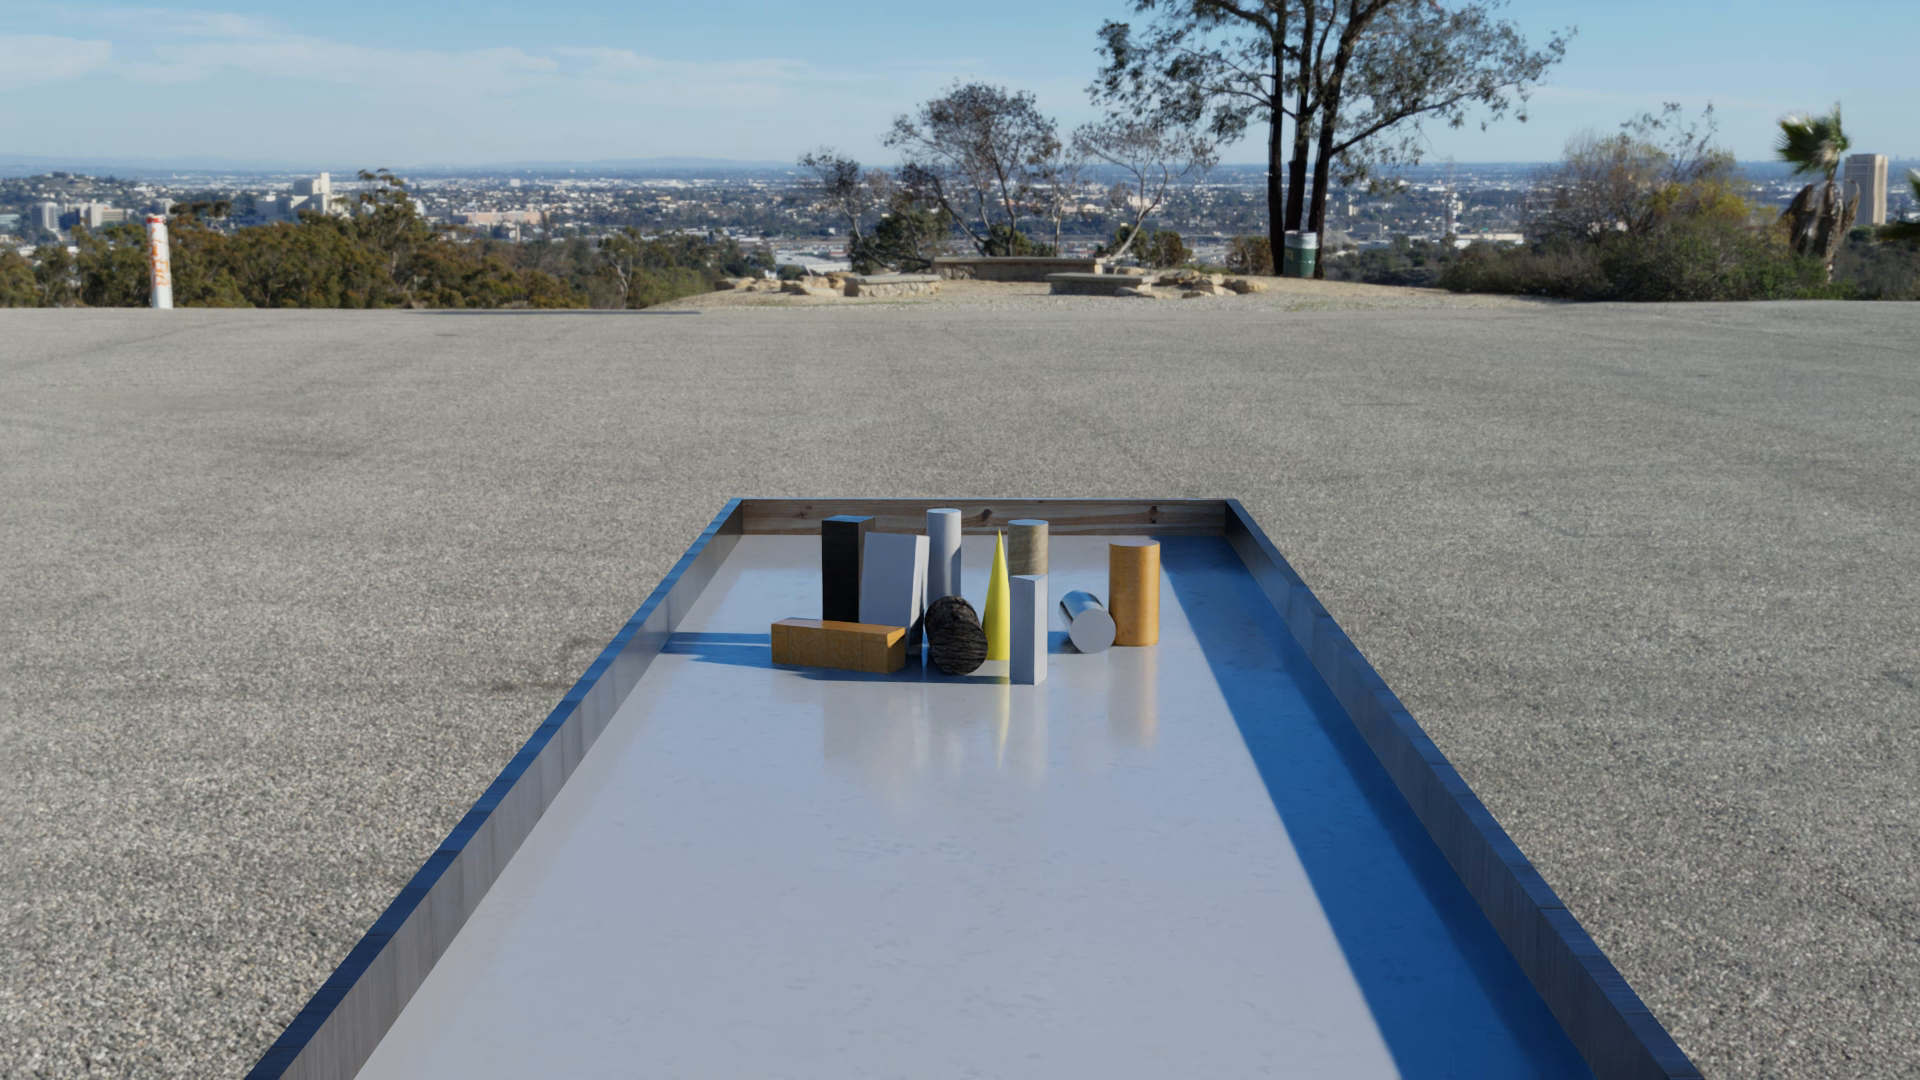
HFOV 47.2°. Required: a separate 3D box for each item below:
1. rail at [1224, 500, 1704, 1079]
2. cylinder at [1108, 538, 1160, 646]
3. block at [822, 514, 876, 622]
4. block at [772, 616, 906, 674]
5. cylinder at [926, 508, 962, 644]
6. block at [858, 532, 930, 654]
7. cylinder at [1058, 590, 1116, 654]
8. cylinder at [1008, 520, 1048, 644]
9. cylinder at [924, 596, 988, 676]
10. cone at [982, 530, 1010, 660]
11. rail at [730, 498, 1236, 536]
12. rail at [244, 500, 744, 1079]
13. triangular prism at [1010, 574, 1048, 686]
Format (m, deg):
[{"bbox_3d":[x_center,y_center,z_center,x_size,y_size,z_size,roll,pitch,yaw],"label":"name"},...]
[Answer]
[{"bbox_3d":[1.046,0.843,3.208,0.050,0.150,12.000,0,9,1],"label":"rail"},{"bbox_3d":[0.550,0.165,6.950,0.161,0.319,0.161,0,9,0],"label":"cylinder"},{"bbox_3d":[-0.351,0.126,6.961,0.127,0.392,0.127,4,10,22],"label":"block"},{"bbox_3d":[-0.368,0.317,6.631,0.392,0.119,0.119,4,10,24],"label":"block"},{"bbox_3d":[-0.051,0.115,6.946,0.109,0.419,0.109,0,9,0],"label":"cylinder"},{"bbox_3d":[-0.203,0.163,6.742,0.162,0.361,0.162,4,-1,14],"label":"block"},{"bbox_3d":[0.399,0.255,6.943,0.142,0.142,0.334,-1,9,-4],"label":"cylinder"},{"bbox_3d":[0.214,0.134,6.937,0.129,0.384,0.129,0,9,0],"label":"cylinder"},{"bbox_3d":[-0.015,0.287,6.671,0.167,0.167,0.390,-1,9,-4],"label":"cylinder"},{"bbox_3d":[0.119,0.158,6.732,0.136,0.401,0.136,0,9,0],"label":"cone"},{"bbox_3d":[0.099,-0.098,9.147,2.100,0.150,0.050,0,9,1],"label":"rail"},{"bbox_3d":[-1.004,0.839,3.234,0.050,0.150,12.000,0,9,1],"label":"rail"},{"bbox_3d":[0.218,0.257,6.408,0.097,0.306,0.111,-8,12,-41],"label":"triangular prism"}]
